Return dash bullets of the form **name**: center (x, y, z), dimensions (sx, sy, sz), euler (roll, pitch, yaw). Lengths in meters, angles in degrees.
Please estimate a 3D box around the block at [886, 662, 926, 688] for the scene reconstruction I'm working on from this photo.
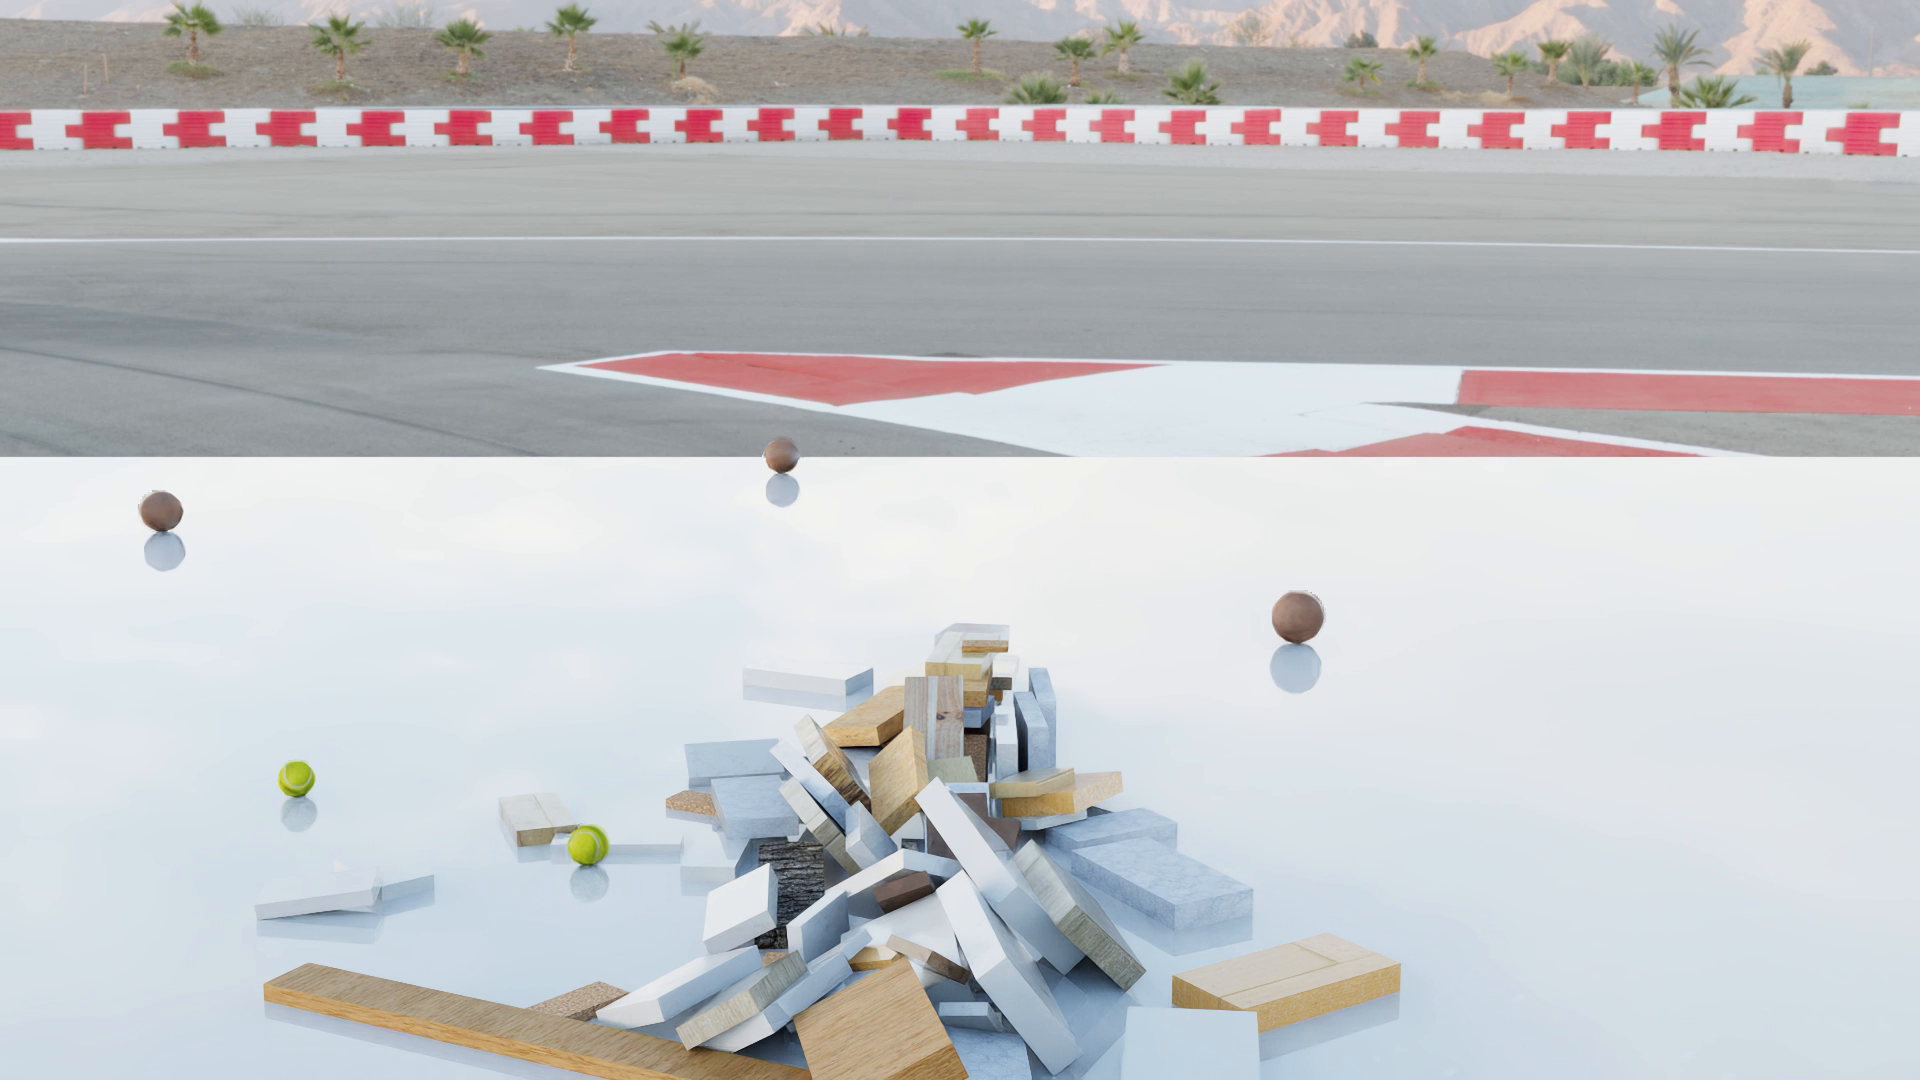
- **block**: center (-0.112, 0.324, 4.922), dimensions (0.102, 0.029, 0.204), euler (-21, 10, 4)

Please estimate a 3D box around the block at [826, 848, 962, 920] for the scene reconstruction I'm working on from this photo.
- **block**: center (-0.105, 0.541, 3.438), dimensions (0.111, 0.031, 0.221), euler (18, -34, -31)

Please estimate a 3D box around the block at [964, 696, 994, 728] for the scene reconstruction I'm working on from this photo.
- **block**: center (0.000, 0.343, 4.421), dimensions (0.114, 0.032, 0.228), euler (1, 4, 8)

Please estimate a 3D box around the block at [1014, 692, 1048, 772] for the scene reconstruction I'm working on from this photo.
- **block**: center (0.138, 0.398, 4.332), dimensions (0.038, 0.135, 0.271), euler (-1, 11, -5)

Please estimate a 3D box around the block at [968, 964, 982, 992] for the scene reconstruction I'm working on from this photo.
- **block**: center (-0.013, 0.632, 3.169), dimensions (0.067, 0.019, 0.133), euler (-28, 12, -14)

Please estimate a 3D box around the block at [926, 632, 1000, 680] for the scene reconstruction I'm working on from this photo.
- **block**: center (0.007, 0.237, 4.527), dimensions (0.115, 0.033, 0.230), euler (2, 13, 10)

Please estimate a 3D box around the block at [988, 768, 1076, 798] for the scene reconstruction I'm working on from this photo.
- **block**: center (0.132, 0.442, 4.004), dimensions (0.093, 0.026, 0.186), euler (-6, 0, 24)

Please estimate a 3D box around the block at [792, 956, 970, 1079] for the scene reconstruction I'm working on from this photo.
- **block**: center (-0.109, 0.652, 2.838), dimensions (0.175, 0.050, 0.350), euler (-27, 11, -6)

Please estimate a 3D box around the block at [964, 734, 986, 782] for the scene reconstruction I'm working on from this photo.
- **block**: center (-0.008, 0.444, 4.219), dimensions (0.114, 0.032, 0.228), euler (0, 25, 2)

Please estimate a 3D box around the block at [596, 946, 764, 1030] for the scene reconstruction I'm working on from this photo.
- **block**: center (-0.401, 0.646, 3.167), dimensions (0.118, 0.033, 0.236), euler (-18, -1, 32)

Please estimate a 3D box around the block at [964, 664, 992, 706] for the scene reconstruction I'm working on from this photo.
- **block**: center (0.003, 0.287, 4.455), dimensions (0.115, 0.033, 0.229), euler (0, 13, 4)

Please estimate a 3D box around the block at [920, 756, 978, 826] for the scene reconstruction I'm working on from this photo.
- **block**: center (-0.016, 0.476, 3.961), dimensions (0.113, 0.032, 0.227), euler (-5, 32, -9)

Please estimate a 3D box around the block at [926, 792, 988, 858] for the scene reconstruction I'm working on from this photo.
- **block**: center (-0.003, 0.510, 3.771), dimensions (0.108, 0.030, 0.215), euler (-1, 30, -2)

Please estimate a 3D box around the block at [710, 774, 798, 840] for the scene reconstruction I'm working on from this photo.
- **block**: center (-0.375, 0.484, 3.995), dimensions (0.128, 0.036, 0.256), euler (-2, 11, -12)

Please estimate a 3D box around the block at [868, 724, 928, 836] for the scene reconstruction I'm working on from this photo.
- **block**: center (-0.111, 0.437, 3.983), dimensions (0.032, 0.113, 0.227), euler (41, 16, -21)

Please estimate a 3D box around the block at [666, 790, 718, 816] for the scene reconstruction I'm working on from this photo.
- **block**: center (-0.481, 0.495, 4.131), dimensions (0.128, 0.018, 0.064), euler (5, 12, 26)

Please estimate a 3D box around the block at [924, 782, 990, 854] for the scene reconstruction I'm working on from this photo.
- **block**: center (-0.005, 0.504, 3.846), dimensions (0.113, 0.032, 0.227), euler (0, 29, -1)

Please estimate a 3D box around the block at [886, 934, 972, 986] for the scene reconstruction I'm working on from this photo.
- **block**: center (-0.045, 0.575, 3.019), dimensions (0.068, 0.019, 0.136), euler (34, -14, -22)

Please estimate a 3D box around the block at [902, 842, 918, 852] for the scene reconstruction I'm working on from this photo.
- **block**: center (-0.079, 0.561, 3.589), dimensions (0.024, 0.085, 0.169), euler (1, 10, -6)

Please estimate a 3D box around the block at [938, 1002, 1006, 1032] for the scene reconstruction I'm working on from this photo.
- **block**: center (0.020, 0.661, 2.988), dimensions (0.067, 0.019, 0.133), euler (-3, -33, 14)

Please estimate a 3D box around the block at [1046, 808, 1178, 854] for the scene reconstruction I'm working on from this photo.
- **block**: center (0.272, 0.524, 3.944), dimensions (0.213, 0.030, 0.107), euler (-6, 12, -30)

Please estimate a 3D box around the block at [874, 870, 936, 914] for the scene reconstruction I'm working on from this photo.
- **block**: center (-0.073, 0.564, 3.402), dimensions (0.085, 0.024, 0.169), euler (-19, -30, 1)

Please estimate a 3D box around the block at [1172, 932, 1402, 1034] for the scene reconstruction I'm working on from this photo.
- **block**: center (0.480, 0.650, 3.226), dimensions (0.309, 0.044, 0.154), euler (-7, 13, -34)

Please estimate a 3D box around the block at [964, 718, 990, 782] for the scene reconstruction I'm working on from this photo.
- **block**: center (0.001, 0.419, 4.350), dimensions (0.114, 0.032, 0.228), euler (0, 25, 2)

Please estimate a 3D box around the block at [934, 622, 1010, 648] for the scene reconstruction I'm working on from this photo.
- **block**: center (0.030, 0.232, 5.203), dimensions (0.135, 0.038, 0.270), euler (2, 4, 10)

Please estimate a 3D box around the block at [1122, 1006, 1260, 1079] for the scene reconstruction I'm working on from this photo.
- **block**: center (0.303, 0.709, 2.888), dimensions (0.179, 0.051, 0.357), euler (1, 11, 6)

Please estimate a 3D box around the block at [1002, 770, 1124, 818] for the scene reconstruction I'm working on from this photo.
- **block**: center (0.191, 0.468, 4.059), dimensions (0.137, 0.039, 0.275), euler (-6, 0, 23)

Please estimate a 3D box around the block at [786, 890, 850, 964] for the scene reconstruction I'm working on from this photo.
- **block**: center (-0.215, 0.602, 3.366), dimensions (0.024, 0.085, 0.169), euler (-1, 10, 21)

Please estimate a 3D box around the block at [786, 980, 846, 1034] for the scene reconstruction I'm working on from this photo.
- **block**: center (-0.202, 0.660, 3.111), dimensions (0.097, 0.014, 0.049), euler (-29, 11, -5)

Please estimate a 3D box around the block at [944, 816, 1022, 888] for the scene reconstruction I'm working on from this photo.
- **block**: center (0.030, 0.538, 3.662), dimensions (0.108, 0.030, 0.215), euler (6, 30, 10)

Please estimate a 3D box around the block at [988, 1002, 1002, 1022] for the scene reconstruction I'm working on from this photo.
- **block**: center (0.019, 0.668, 3.095), dimensions (0.067, 0.019, 0.133), euler (-1, -6, -4)

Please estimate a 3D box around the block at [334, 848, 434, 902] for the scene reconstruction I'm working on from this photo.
- **block**: center (-0.978, 0.566, 3.727), dimensions (0.094, 0.027, 0.187), euler (-9, 14, -39)

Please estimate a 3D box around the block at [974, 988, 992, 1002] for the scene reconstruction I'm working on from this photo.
- **block**: center (0.017, 0.659, 3.174), dimensions (0.050, 0.014, 0.100), euler (-2, -8, -13)

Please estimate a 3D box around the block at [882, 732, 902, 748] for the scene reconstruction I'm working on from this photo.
- **block**: center (-0.111, 0.405, 4.522), dimensions (0.095, 0.013, 0.047), euler (-21, 10, 19)

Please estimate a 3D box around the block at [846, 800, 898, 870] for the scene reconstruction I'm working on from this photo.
- **block**: center (-0.149, 0.524, 3.741), dimensions (0.030, 0.108, 0.215), euler (-38, 10, 4)
